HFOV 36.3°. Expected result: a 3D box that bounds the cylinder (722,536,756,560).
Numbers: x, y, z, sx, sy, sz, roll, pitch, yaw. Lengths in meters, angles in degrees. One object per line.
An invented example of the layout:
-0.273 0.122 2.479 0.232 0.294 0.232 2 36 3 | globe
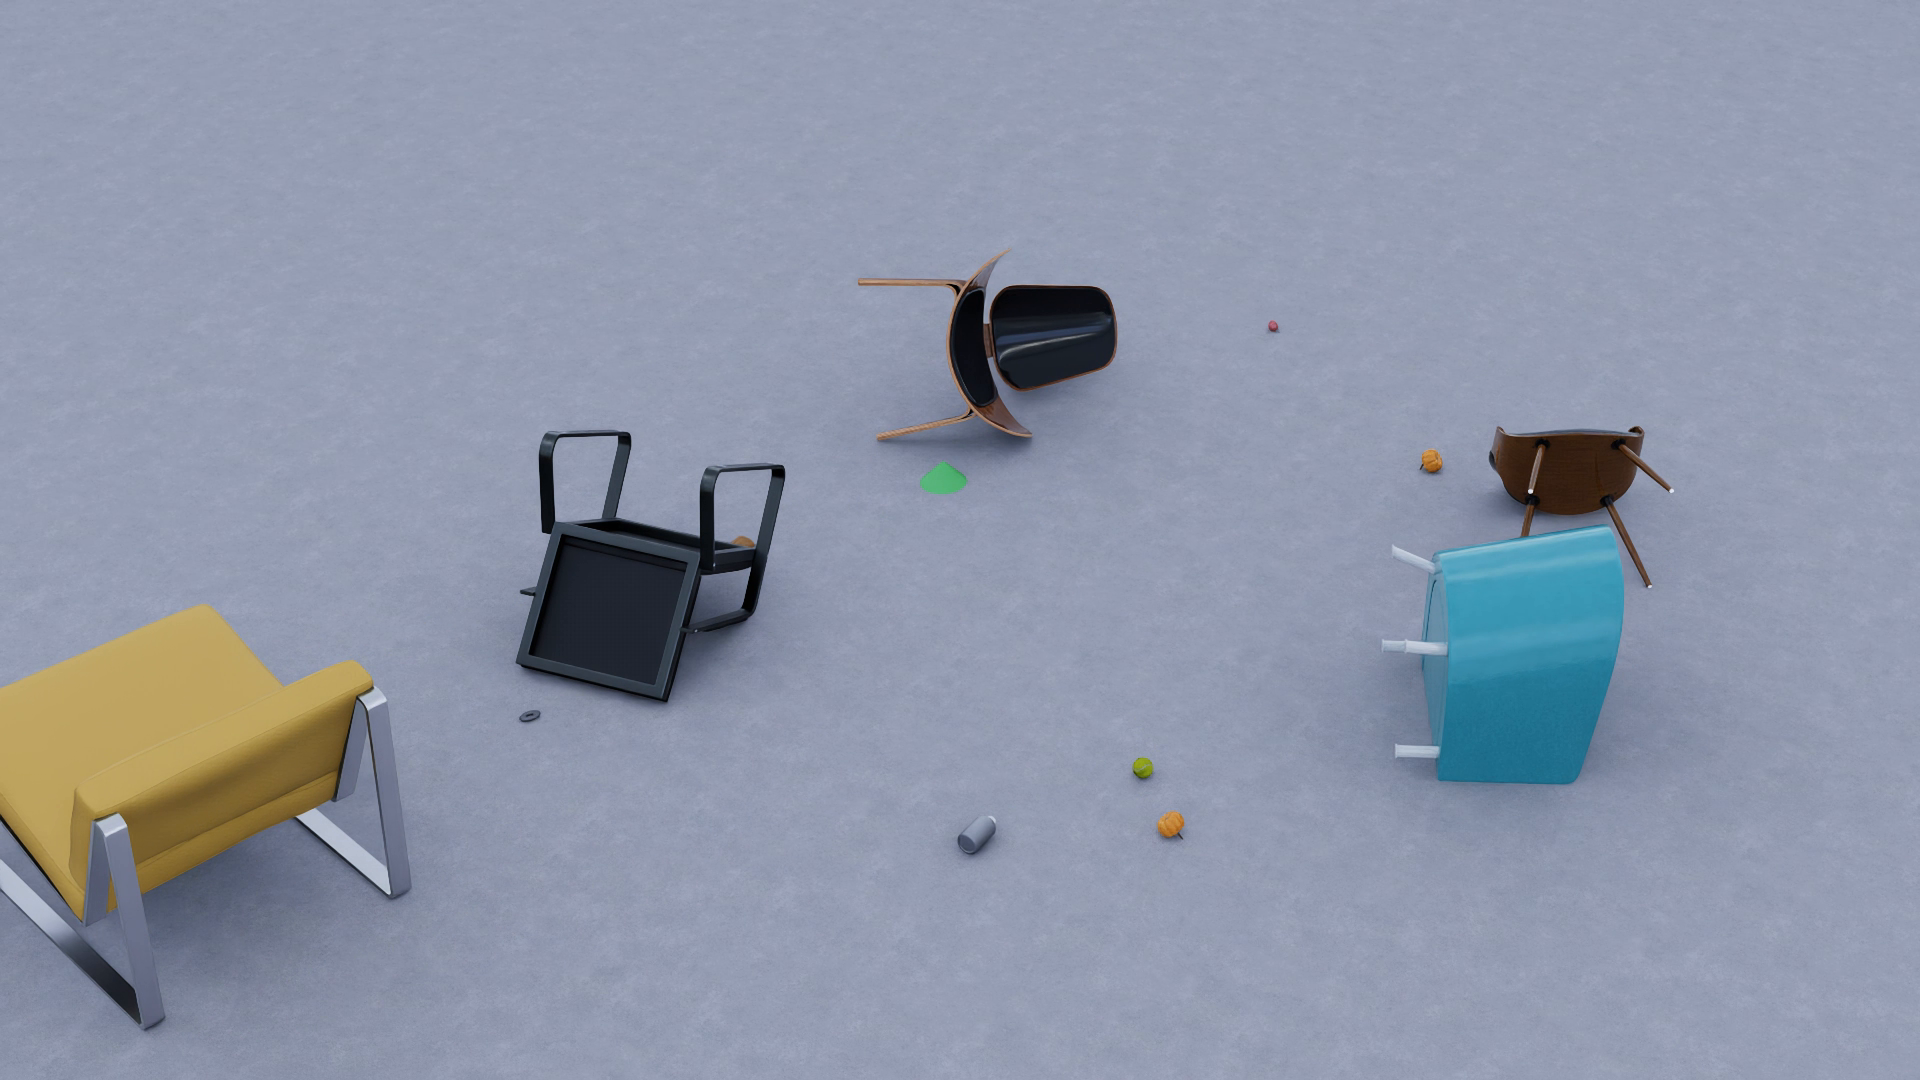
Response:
-0.819 0.028 10.862 0.082 0.043 0.093 22 39 24 | cylinder

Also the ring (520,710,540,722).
-1.470 0.601 10.018 0.078 0.016 0.046 -19 37 -27 | ring

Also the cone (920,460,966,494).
-0.063 -0.264 11.258 0.187 0.096 0.170 -23 40 -30 | cone
